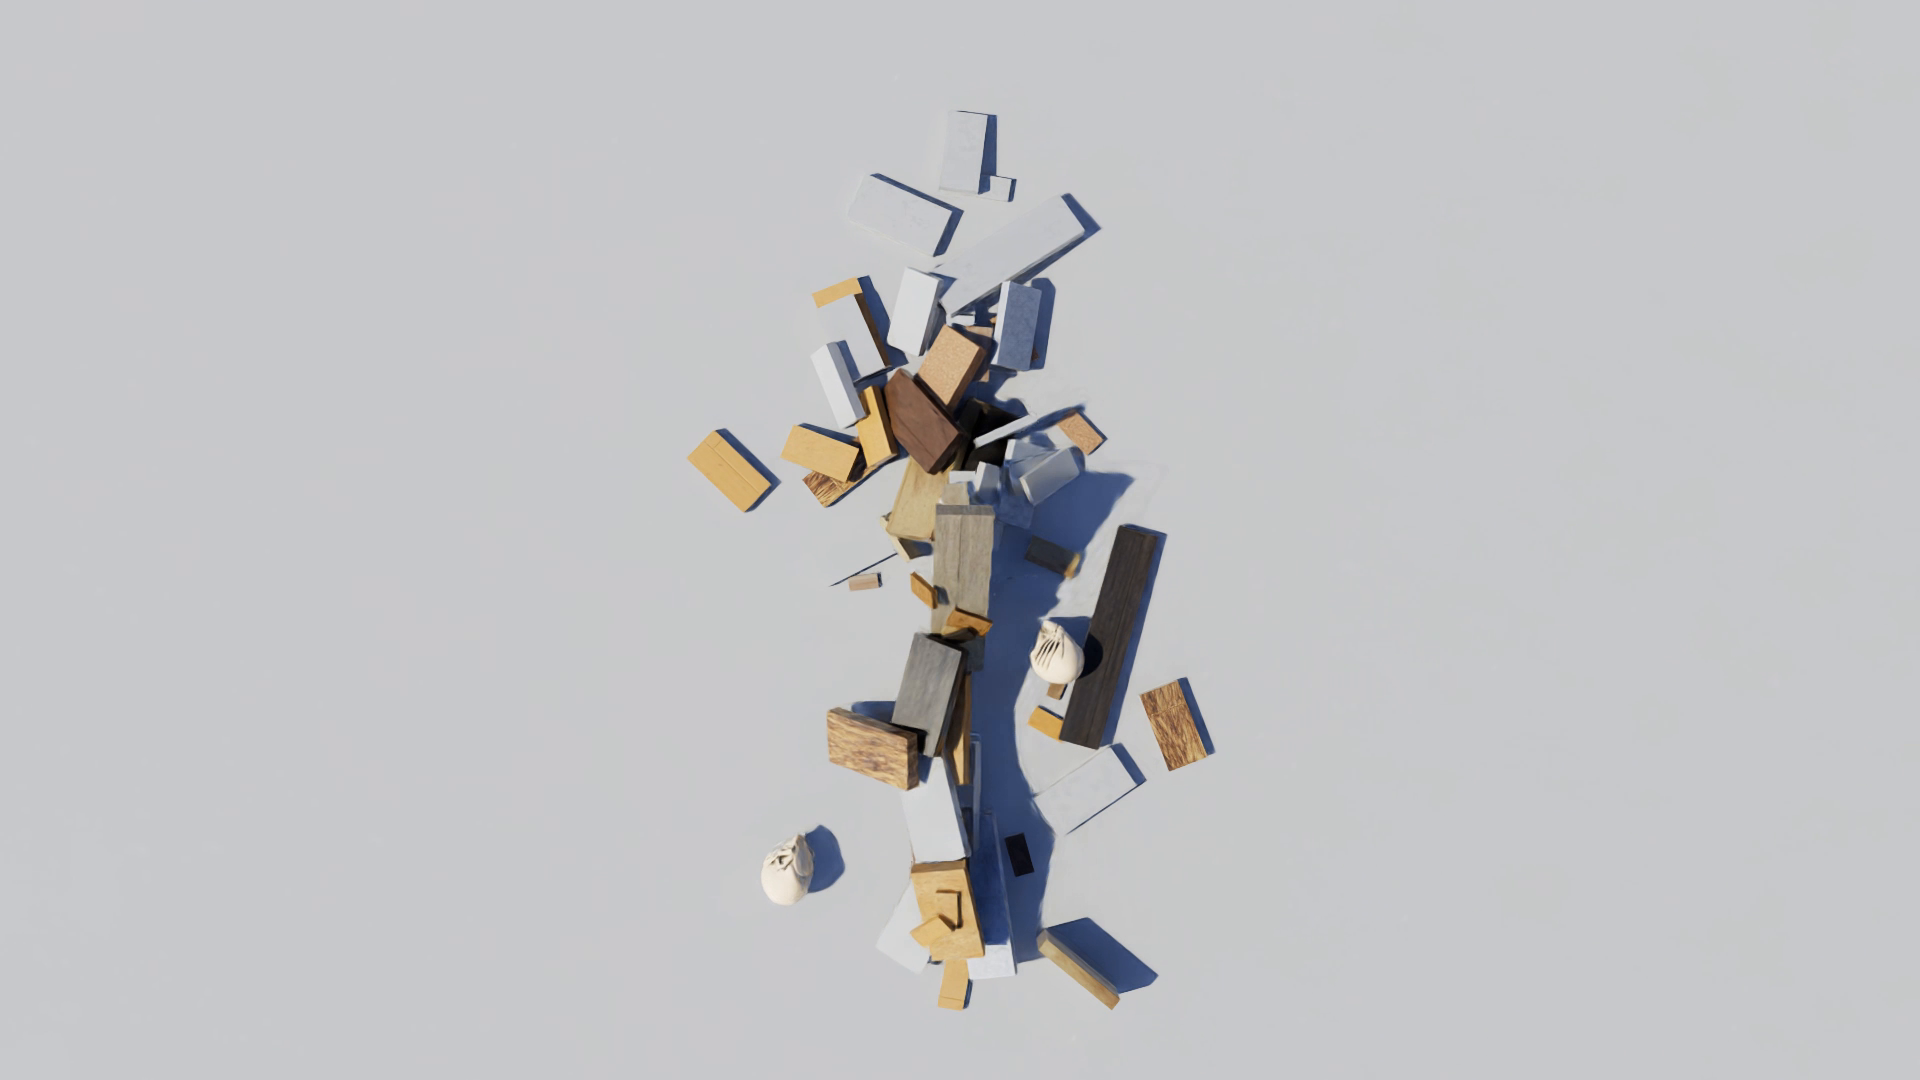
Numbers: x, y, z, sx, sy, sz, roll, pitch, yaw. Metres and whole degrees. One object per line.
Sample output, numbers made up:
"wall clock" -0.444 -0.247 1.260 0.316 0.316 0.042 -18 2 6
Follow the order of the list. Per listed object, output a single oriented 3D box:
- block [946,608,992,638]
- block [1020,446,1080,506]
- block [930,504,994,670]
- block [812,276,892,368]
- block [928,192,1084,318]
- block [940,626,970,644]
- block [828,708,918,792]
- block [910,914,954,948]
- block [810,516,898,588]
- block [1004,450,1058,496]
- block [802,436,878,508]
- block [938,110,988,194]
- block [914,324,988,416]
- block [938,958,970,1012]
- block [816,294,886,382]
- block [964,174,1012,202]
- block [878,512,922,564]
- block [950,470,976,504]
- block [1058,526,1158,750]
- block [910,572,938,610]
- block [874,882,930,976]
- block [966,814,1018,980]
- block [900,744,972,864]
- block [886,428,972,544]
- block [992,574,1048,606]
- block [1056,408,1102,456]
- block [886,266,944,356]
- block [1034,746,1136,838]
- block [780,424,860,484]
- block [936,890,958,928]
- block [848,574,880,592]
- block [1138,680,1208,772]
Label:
"block" 0.030 0.263 5.256 0.133 0.019 0.067 20 126 -18
"block" 0.295 -0.211 5.425 0.206 0.029 0.103 -35 111 -27
"block" 0.001 0.159 5.215 0.179 0.051 0.651 1 130 -3
"block" -0.359 -0.698 5.478 0.157 0.045 0.315 -22 90 0
"block" 0.147 -0.938 5.435 0.529 0.045 0.157 -33 81 -7
"block" -0.006 0.298 5.287 0.098 0.014 0.049 20 126 -17
"block" -0.284 0.675 5.343 0.358 0.051 0.179 13 111 40
"block" -0.090 1.245 5.253 0.132 0.019 0.066 -36 100 29
"block" -0.352 0.038 5.481 0.266 0.038 0.133 -27 90 0
"block" 0.242 -0.220 5.425 0.206 0.029 0.103 -18 103 -31
"block" -0.393 -0.227 5.483 0.239 0.034 0.120 -38 90 0
"block" 0.010 -1.284 5.467 0.131 0.037 0.262 7 83 0
"block" -0.064 -0.514 5.396 0.171 0.049 0.343 38 104 33
"block" 0.020 1.281 5.488 0.085 0.024 0.564 11 90 0
"block" -0.360 -0.663 5.437 0.133 0.038 0.265 -24 90 0
"block" 0.092 -1.174 5.489 0.149 0.021 0.074 10 90 0
"block" -0.199 -0.010 5.456 0.024 0.086 0.172 -33 90 28
"block" 0.008 -0.136 5.234 0.084 0.024 0.168 0 91 0
"block" 0.491 0.324 5.471 0.136 0.039 0.734 16 88 0
"block" -0.114 0.160 5.204 0.019 0.133 0.067 -20 124 -24
"block" -0.129 1.246 5.391 0.173 0.049 0.346 31 116 8
"block" 0.074 1.173 5.433 0.154 0.044 0.524 -10 85 14
"block" -0.100 0.825 5.316 0.173 0.049 0.442 -20 75 21
"block" -0.102 -0.189 5.393 0.171 0.049 0.390 10 75 29
"block" 0.199 0.167 5.488 0.172 0.024 0.086 -6 90 0
"block" 0.398 -0.360 5.489 0.074 0.021 0.149 -44 90 0
"block" -0.149 -0.750 5.414 0.131 0.037 0.262 25 112 24
"block" 0.414 0.836 5.478 0.309 0.044 0.154 -34 90 0
"block" -0.462 -0.284 5.455 0.239 0.034 0.120 21 84 11
"block" -0.040 1.169 5.227 0.066 0.019 0.132 2 115 7
"block" -0.321 0.141 5.493 0.098 0.014 0.049 -8 90 0
"block" 0.707 0.616 5.481 0.136 0.039 0.272 -21 90 0
